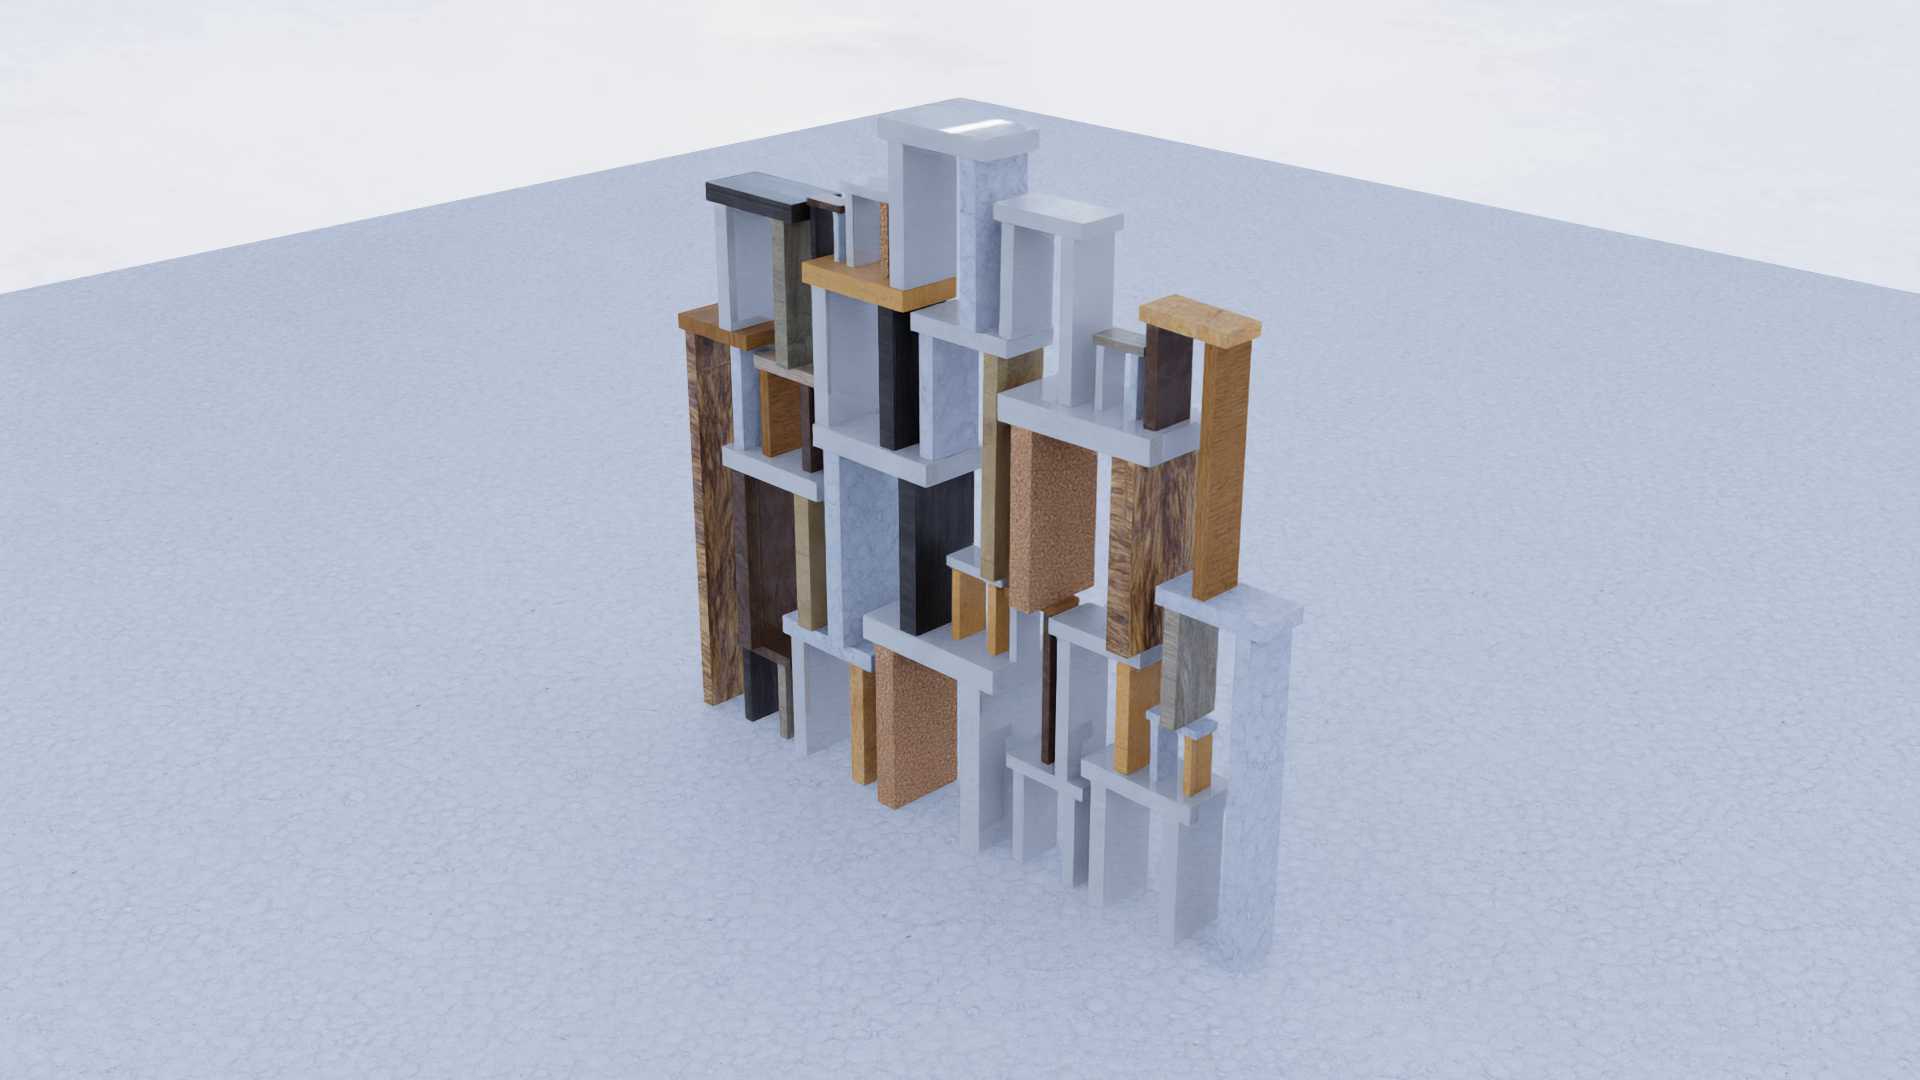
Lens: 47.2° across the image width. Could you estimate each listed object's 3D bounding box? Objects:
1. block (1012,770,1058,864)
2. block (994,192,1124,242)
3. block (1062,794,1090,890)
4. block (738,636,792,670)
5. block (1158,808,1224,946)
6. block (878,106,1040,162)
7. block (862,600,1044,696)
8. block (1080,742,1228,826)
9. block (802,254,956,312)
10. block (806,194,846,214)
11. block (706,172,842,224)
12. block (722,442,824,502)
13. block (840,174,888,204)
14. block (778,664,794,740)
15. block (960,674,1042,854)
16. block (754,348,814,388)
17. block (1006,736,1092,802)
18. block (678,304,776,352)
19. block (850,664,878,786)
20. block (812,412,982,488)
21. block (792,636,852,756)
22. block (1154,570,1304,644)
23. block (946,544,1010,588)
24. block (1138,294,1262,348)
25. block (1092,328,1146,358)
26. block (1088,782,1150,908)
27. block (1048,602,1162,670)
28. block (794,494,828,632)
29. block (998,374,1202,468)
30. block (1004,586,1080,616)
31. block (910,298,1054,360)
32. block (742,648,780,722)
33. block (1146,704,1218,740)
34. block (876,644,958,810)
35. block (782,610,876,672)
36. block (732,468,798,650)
[{"bbox_3d":[0.147,0.521,4.280,0.028,0.197,0.099,21,31,41],"label":"block"},{"bbox_3d":[0.169,-0.559,3.797,0.105,0.030,0.211,-21,30,-40],"label":"block"},{"bbox_3d":[0.240,0.558,4.194,0.028,0.197,0.099,21,31,41],"label":"block"},{"bbox_3d":[-0.391,0.227,4.746,0.087,0.025,0.175,-21,31,-41],"label":"block"},{"bbox_3d":[0.422,0.598,4.020,0.130,0.259,0.037,-21,31,-41],"label":"block"},{"bbox_3d":[-0.004,-0.725,3.921,0.136,0.039,0.273,-21,31,-40],"label":"block"},{"bbox_3d":[-0.002,0.196,4.314,0.359,0.051,0.180,21,31,41],"label":"block"},{"bbox_3d":[0.361,0.438,4.018,0.259,0.037,0.130,21,31,41],"label":"block"},{"bbox_3d":[-0.155,-0.495,4.176,0.140,0.040,0.280,-21,31,-41],"label":"block"},{"bbox_3d":[-0.244,-0.645,4.213,0.049,0.014,0.097,-21,31,-40],"label":"block"},{"bbox_3d":[-0.369,-0.678,4.345,0.261,0.037,0.130,21,31,41],"label":"block"},{"bbox_3d":[-0.338,-0.155,4.526,0.295,0.042,0.148,21,31,41],"label":"block"},{"bbox_3d":[-0.151,-0.657,4.116,0.142,0.020,0.071,21,31,40],"label":"block"},{"bbox_3d":[-0.350,0.335,4.747,0.087,0.175,0.025,-21,31,-41],"label":"block"},{"bbox_3d":[0.082,0.418,4.316,0.051,0.359,0.180,21,31,41],"label":"block"},{"bbox_3d":[-0.320,-0.350,4.424,0.093,0.026,0.185,-21,31,-41],"label":"block"},{"bbox_3d":[0.193,0.436,4.193,0.197,0.028,0.099,21,31,41],"label":"block"},{"bbox_3d":[-0.470,-0.441,4.542,0.110,0.031,0.221,-21,31,-41],"label":"block"},{"bbox_3d":[-0.163,0.362,4.562,0.038,0.271,0.135,21,31,41],"label":"block"},{"bbox_3d":[-0.120,-0.184,4.270,0.160,0.045,0.319,-21,31,-41],"label":"block"},{"bbox_3d":[-0.291,0.312,4.679,0.038,0.271,0.135,21,31,41],"label":"block"},{"bbox_3d":[0.460,0.111,3.767,0.230,0.033,0.115,21,31,40],"label":"block"},{"bbox_3d":[0.052,0.050,4.192,0.146,0.021,0.073,22,32,40],"label":"block"},{"bbox_3d":[0.396,-0.362,3.631,0.184,0.026,0.092,24,33,39],"label":"block"},{"bbox_3d":[0.289,-0.339,3.762,0.058,0.016,0.116,-22,30,-40],"label":"block"},{"bbox_3d":[0.300,0.550,4.132,0.130,0.259,0.037,-21,31,-41],"label":"block"},{"bbox_3d":[0.278,0.172,3.993,0.219,0.031,0.109,20,29,41],"label":"block"},{"bbox_3d":[-0.268,0.027,4.528,0.042,0.295,0.148,21,31,41],"label":"block"},{"bbox_3d":[0.255,-0.215,3.858,0.178,0.050,0.355,-21,30,-40],"label":"block"},{"bbox_3d":[0.153,0.106,4.105,0.130,0.018,0.065,21,31,40],"label":"block"},{"bbox_3d":[0.039,-0.387,4.018,0.245,0.035,0.122,21,31,40],"label":"block"},{"bbox_3d":[-0.432,0.303,4.823,0.025,0.175,0.087,21,31,41],"label":"block"},{"bbox_3d":[0.396,0.321,3.924,0.058,0.017,0.117,-21,31,-40],"label":"block"},{"bbox_3d":[-0.087,0.352,4.472,0.051,0.359,0.180,21,31,41],"label":"block"},{"bbox_3d":[-0.227,0.194,4.560,0.271,0.038,0.135,21,31,41],"label":"block"},{"bbox_3d":[-0.407,0.023,4.677,0.148,0.405,0.042,-21,31,-41],"label":"block"}]
